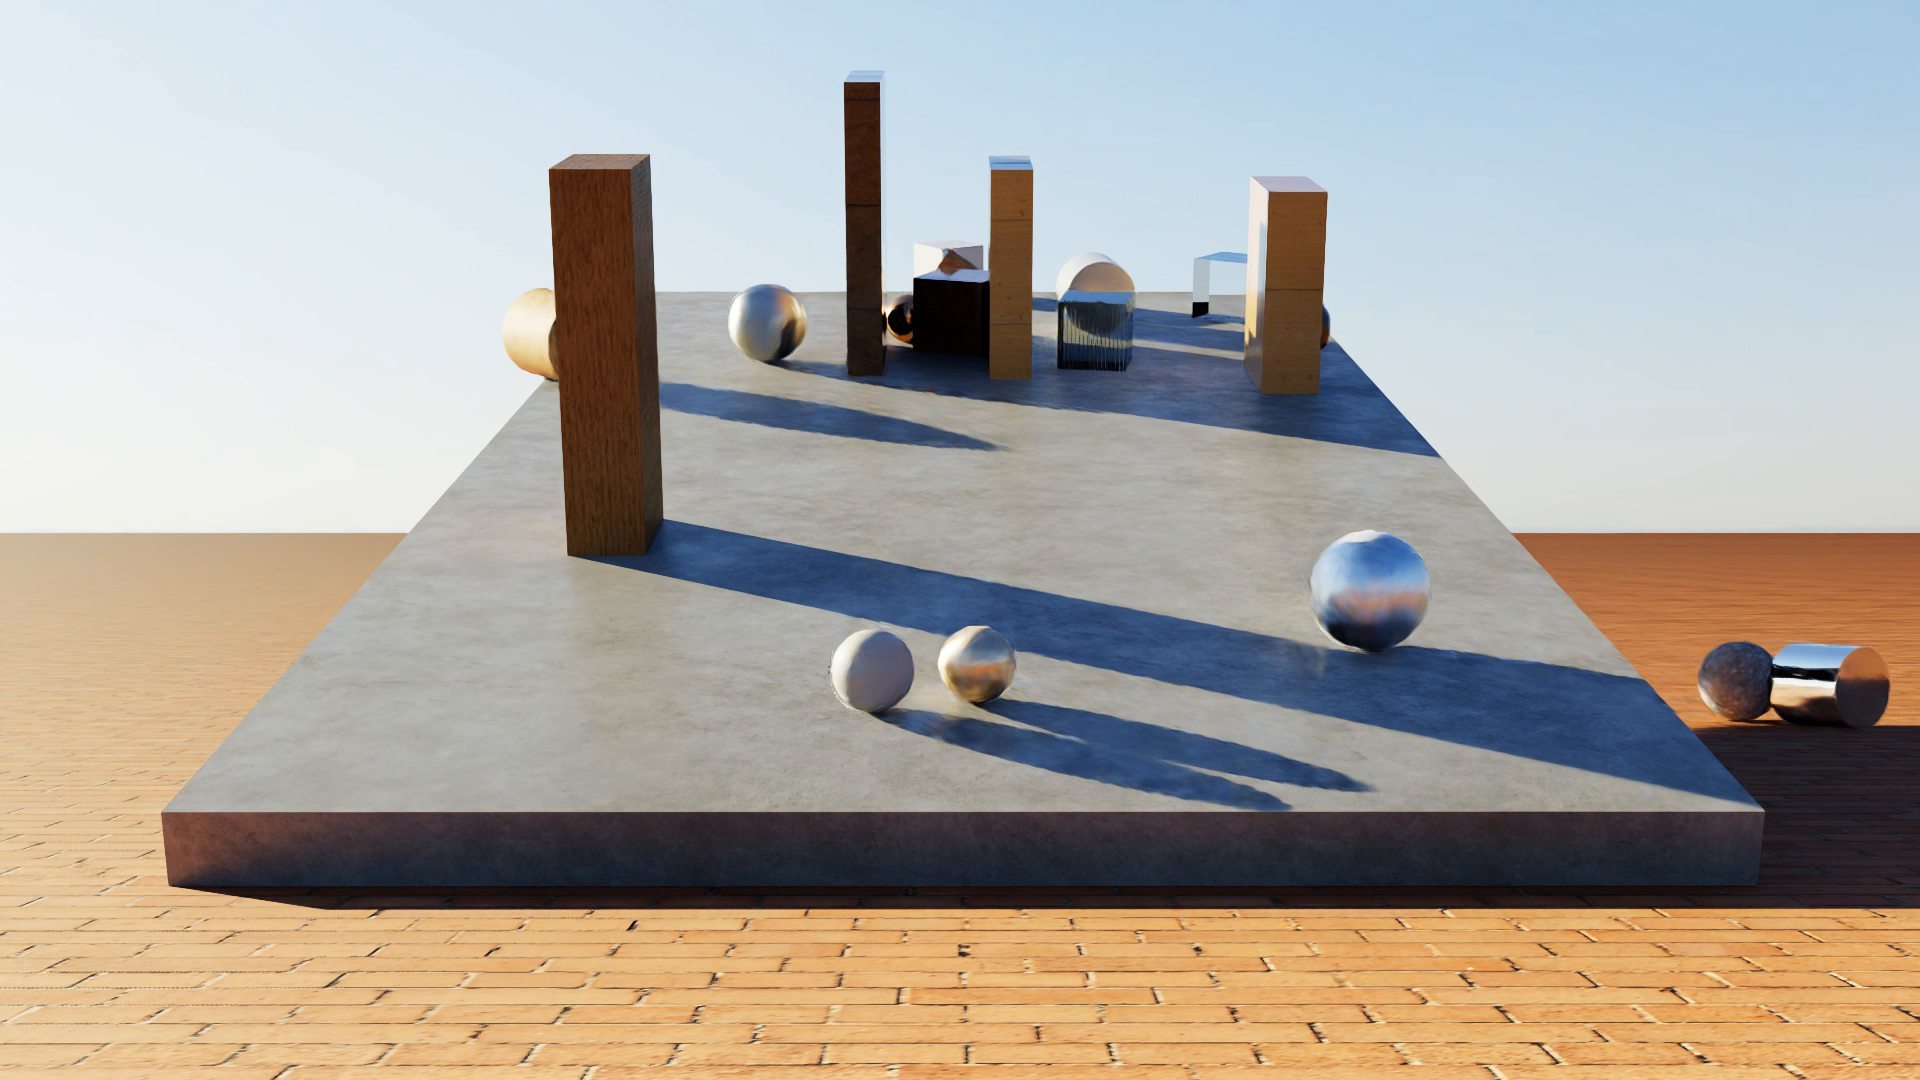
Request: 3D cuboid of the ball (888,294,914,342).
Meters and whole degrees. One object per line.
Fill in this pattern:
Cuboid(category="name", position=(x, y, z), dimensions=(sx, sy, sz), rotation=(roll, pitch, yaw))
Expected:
Cuboid(category="ball", position=(-0.134, -0.582, 5.785), dimensions=(0.127, 0.127, 0.127), rotation=(0, 0, 0))

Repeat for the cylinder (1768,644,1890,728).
Cuboid(category="cylinder", position=(1.969, 0.330, 4.995), dimensions=(0.183, 0.183, 0.183), rotation=(0, 1, -30))

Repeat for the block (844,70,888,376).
Cuboid(category="block", position=(-0.232, -0.796, 5.480), dimensions=(0.086, 0.703, 0.412), rotation=(0, 16, 0))

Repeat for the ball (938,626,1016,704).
Cuboid(category="ball", position=(0.025, 0.176, 3.123), dimensions=(0.110, 0.110, 0.110), rotation=(0, 0, 0))

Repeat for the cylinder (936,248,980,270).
Cuboid(category="cylinder", position=(-0.004, -0.664, 5.890), dimensions=(0.164, 0.164, 0.164), rotation=(34, -3, -4))

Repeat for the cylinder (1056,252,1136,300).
Cuboid(category="cylinder", position=(0.371, -0.683, 6.036), dimensions=(0.187, 0.187, 0.187), rotation=(0, 16, -7))

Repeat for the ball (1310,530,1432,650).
Cuboid(category="ball", position=(0.622, 0.077, 3.343), dimensions=(0.182, 0.182, 0.182), rotation=(0, 0, 0))

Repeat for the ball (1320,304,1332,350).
Cuboid(category="ball", position=(0.846, -0.537, 5.540), dimensions=(0.173, 0.173, 0.173), rotation=(0, 0, 0))

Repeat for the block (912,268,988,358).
Cuboid(category="block", position=(0.004, -0.591, 5.699), dimensions=(0.191, 0.191, 0.191), rotation=(7, 17, 22))

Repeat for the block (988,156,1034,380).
Cuboid(category="block", position=(0.122, -0.675, 5.418), dimensions=(0.102, 0.504, 0.321), rotation=(0, 16, 0))

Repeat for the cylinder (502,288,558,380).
Cuboid(category="cylinder", position=(-0.955, -0.489, 5.297), dimensions=(0.209, 0.209, 0.209), rotation=(0, 12, -42))

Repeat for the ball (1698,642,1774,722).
Cuboid(category="ball", position=(1.811, 0.328, 5.117), dimensions=(0.185, 0.185, 0.185), rotation=(0, 0, 0))

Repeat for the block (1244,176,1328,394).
Cuboid(category="block", position=(0.774, -0.614, 5.263), dimensions=(0.136, 0.472, 0.320), rotation=(0, 16, 0))

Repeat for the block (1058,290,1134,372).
Cuboid(category="block", position=(0.339, -0.523, 5.500), dimensions=(0.168, 0.168, 0.168), rotation=(3, 16, 10))

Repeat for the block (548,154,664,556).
Cuboid(category="block", position=(-0.618, -0.329, 3.879), dimensions=(0.137, 0.670, 0.247), rotation=(0, 16, 0))

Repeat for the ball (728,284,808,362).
Cuboid(category="ball", position=(-0.482, -0.545, 5.522), dimensions=(0.197, 0.197, 0.197), rotation=(0, 0, 0))

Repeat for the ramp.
Cuboid(category="ramp", position=(-0.002, -0.155, 4.684), dimensions=(2.000, 0.100, 4.000), rotation=(0, 16, 0))

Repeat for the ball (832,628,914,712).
Cuboid(category="ball", position=(-0.122, 0.183, 3.084), dimensions=(0.117, 0.117, 0.117), rotation=(0, 0, 0))

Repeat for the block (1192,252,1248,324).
Cuboid(category="block", position=(0.764, -0.705, 6.150), dimensions=(0.168, 0.168, 0.168), rotation=(11, 19, 33))

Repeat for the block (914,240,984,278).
Cuboid(category="block", position=(-0.034, -0.803, 6.530), dimensions=(0.148, 0.148, 0.148), rotation=(-10, 19, -32))
